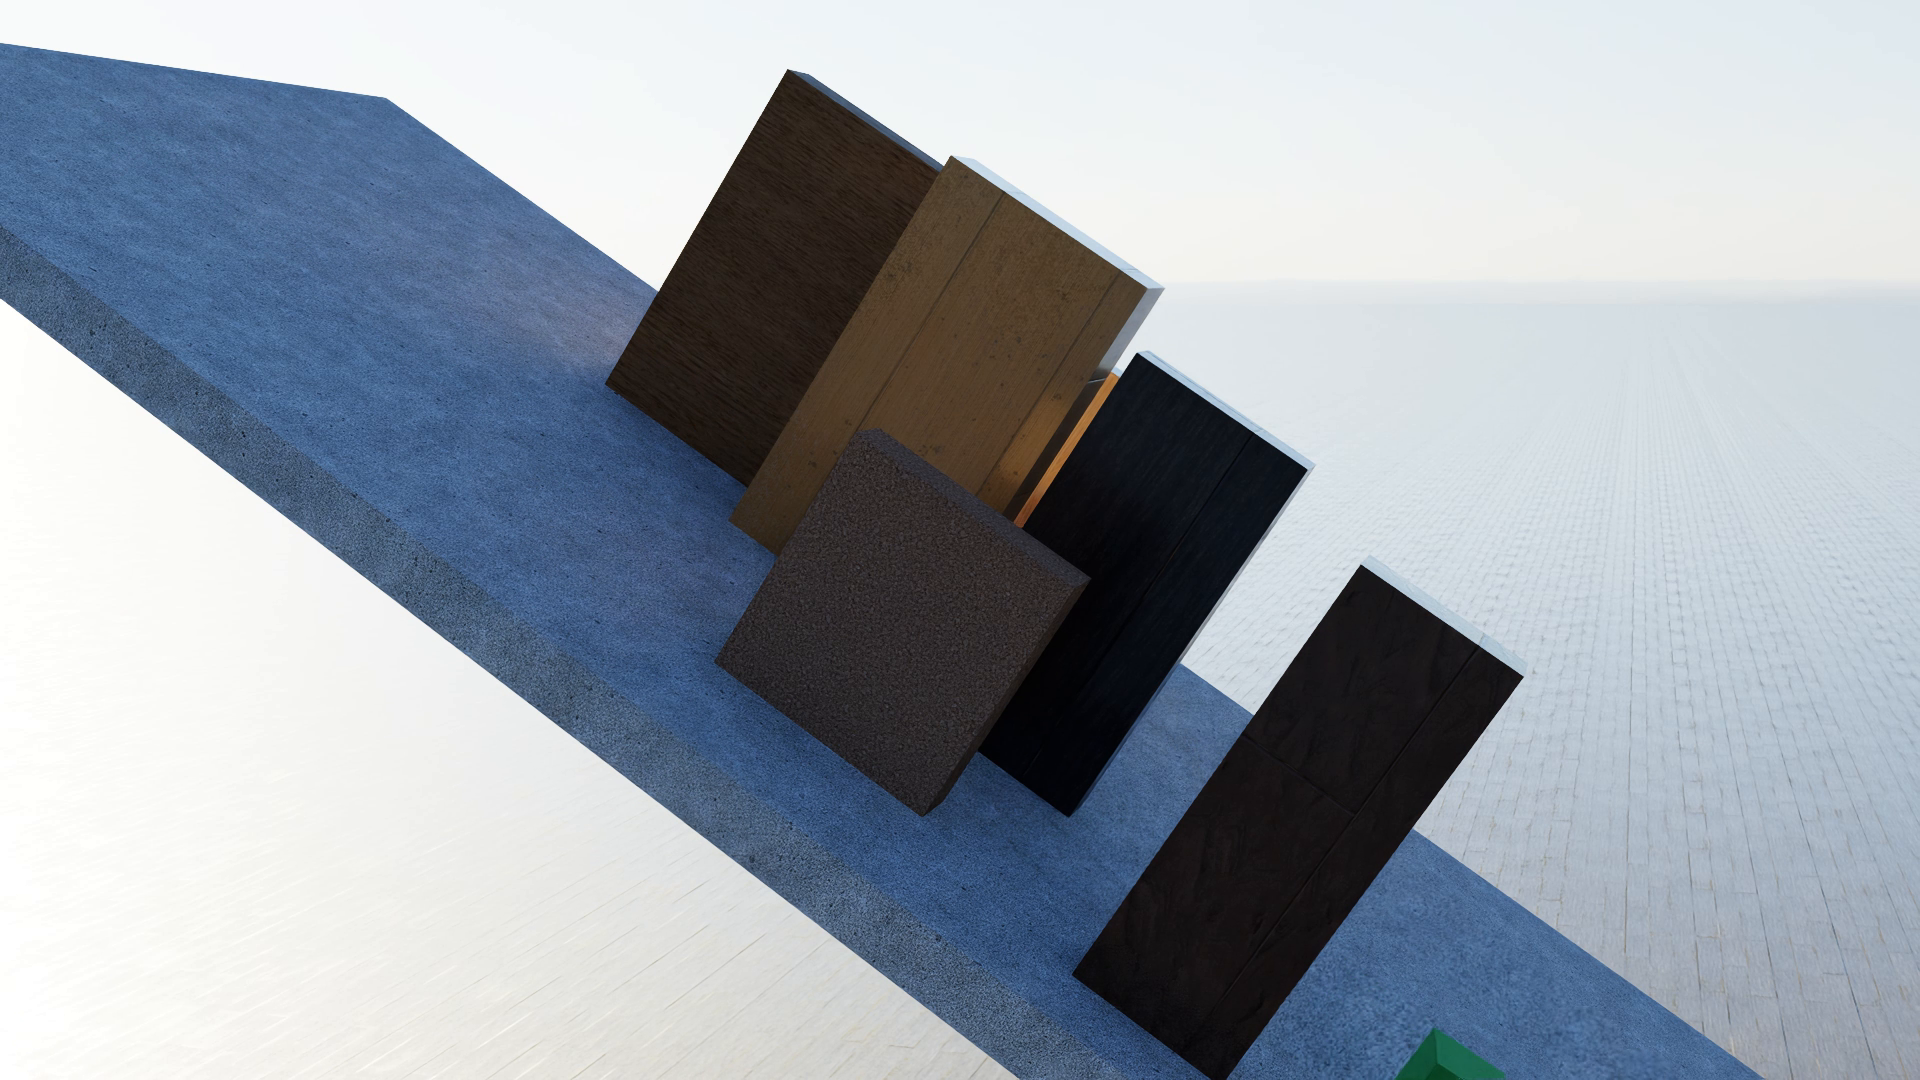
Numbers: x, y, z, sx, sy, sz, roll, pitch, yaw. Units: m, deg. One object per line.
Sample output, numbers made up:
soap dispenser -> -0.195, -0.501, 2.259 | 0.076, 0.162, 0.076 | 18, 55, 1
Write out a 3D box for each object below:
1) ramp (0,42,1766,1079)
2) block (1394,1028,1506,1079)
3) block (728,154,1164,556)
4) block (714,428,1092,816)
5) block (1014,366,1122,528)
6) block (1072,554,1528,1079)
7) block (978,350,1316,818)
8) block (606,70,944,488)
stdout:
ramp -> -0.127, 0.214, 4.099 | 4.000, 0.100, 2.000 | 36, 15, 10
block -> 0.751, 0.864, 3.391 | 0.131, 0.131, 0.131 | 33, 15, 2
block -> -0.031, -0.244, 4.007 | 0.426, 0.791, 0.147 | 36, 15, 10
block -> -0.093, 0.125, 3.409 | 0.410, 0.438, 0.107 | 36, 15, 10
block -> 0.224, -0.093, 4.536 | 0.424, 0.538, 0.082 | 36, 15, 10
block -> 0.475, 0.400, 3.118 | 0.263, 0.735, 0.109 | 36, 15, 10
block -> 0.251, 0.076, 3.710 | 0.339, 0.720, 0.096 | 36, 15, 10
block -> -0.321, -0.482, 4.298 | 0.449, 0.724, 0.116 | 36, 15, 10
